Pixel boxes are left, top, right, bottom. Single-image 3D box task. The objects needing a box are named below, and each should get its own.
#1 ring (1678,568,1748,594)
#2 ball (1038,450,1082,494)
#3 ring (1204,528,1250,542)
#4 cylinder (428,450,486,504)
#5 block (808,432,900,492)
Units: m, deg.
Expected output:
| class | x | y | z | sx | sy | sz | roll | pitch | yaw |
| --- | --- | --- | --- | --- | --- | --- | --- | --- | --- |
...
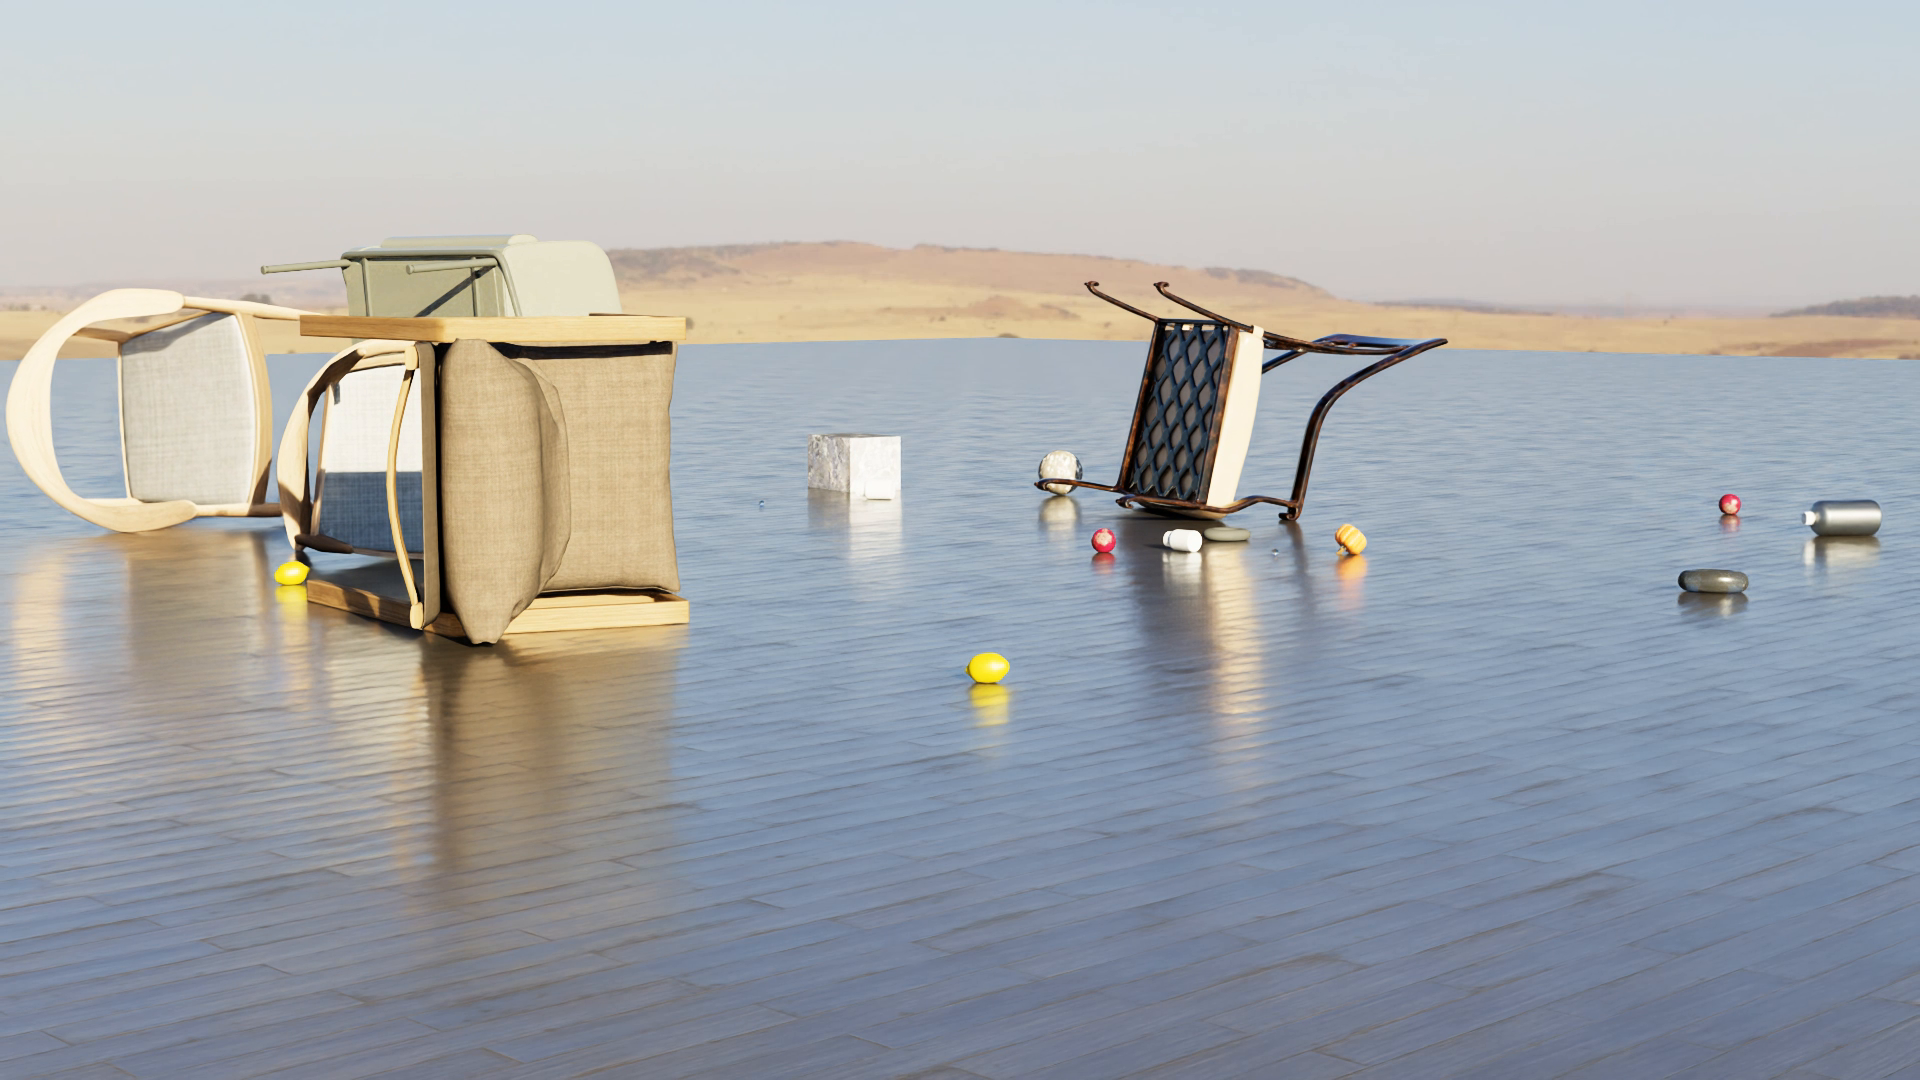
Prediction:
| class | x | y | z | sx | sy | sz | roll | pitch | yaw |
| --- | --- | --- | --- | --- | --- | --- | --- | --- | --- |
| ring | 1.575 | 0.086 | 5.362 | 0.145 | 0.046 | 0.083 | 2 | 4 | 7 |
| ball | 0.303 | -0.203 | 7.730 | 0.134 | 0.134 | 0.134 | 0 | 6 | 0 |
| ring | 0.667 | -0.014 | 6.412 | 0.122 | 0.029 | 0.089 | 0 | 7 | -11 |
| cylinder | -1.466 | -0.184 | 7.476 | 0.180 | 0.148 | 0.128 | 3 | 7 | 28 |
| block | -0.330 | -0.243 | 7.974 | 0.183 | 0.163 | 0.247 | -4 | 7 | -35 |
